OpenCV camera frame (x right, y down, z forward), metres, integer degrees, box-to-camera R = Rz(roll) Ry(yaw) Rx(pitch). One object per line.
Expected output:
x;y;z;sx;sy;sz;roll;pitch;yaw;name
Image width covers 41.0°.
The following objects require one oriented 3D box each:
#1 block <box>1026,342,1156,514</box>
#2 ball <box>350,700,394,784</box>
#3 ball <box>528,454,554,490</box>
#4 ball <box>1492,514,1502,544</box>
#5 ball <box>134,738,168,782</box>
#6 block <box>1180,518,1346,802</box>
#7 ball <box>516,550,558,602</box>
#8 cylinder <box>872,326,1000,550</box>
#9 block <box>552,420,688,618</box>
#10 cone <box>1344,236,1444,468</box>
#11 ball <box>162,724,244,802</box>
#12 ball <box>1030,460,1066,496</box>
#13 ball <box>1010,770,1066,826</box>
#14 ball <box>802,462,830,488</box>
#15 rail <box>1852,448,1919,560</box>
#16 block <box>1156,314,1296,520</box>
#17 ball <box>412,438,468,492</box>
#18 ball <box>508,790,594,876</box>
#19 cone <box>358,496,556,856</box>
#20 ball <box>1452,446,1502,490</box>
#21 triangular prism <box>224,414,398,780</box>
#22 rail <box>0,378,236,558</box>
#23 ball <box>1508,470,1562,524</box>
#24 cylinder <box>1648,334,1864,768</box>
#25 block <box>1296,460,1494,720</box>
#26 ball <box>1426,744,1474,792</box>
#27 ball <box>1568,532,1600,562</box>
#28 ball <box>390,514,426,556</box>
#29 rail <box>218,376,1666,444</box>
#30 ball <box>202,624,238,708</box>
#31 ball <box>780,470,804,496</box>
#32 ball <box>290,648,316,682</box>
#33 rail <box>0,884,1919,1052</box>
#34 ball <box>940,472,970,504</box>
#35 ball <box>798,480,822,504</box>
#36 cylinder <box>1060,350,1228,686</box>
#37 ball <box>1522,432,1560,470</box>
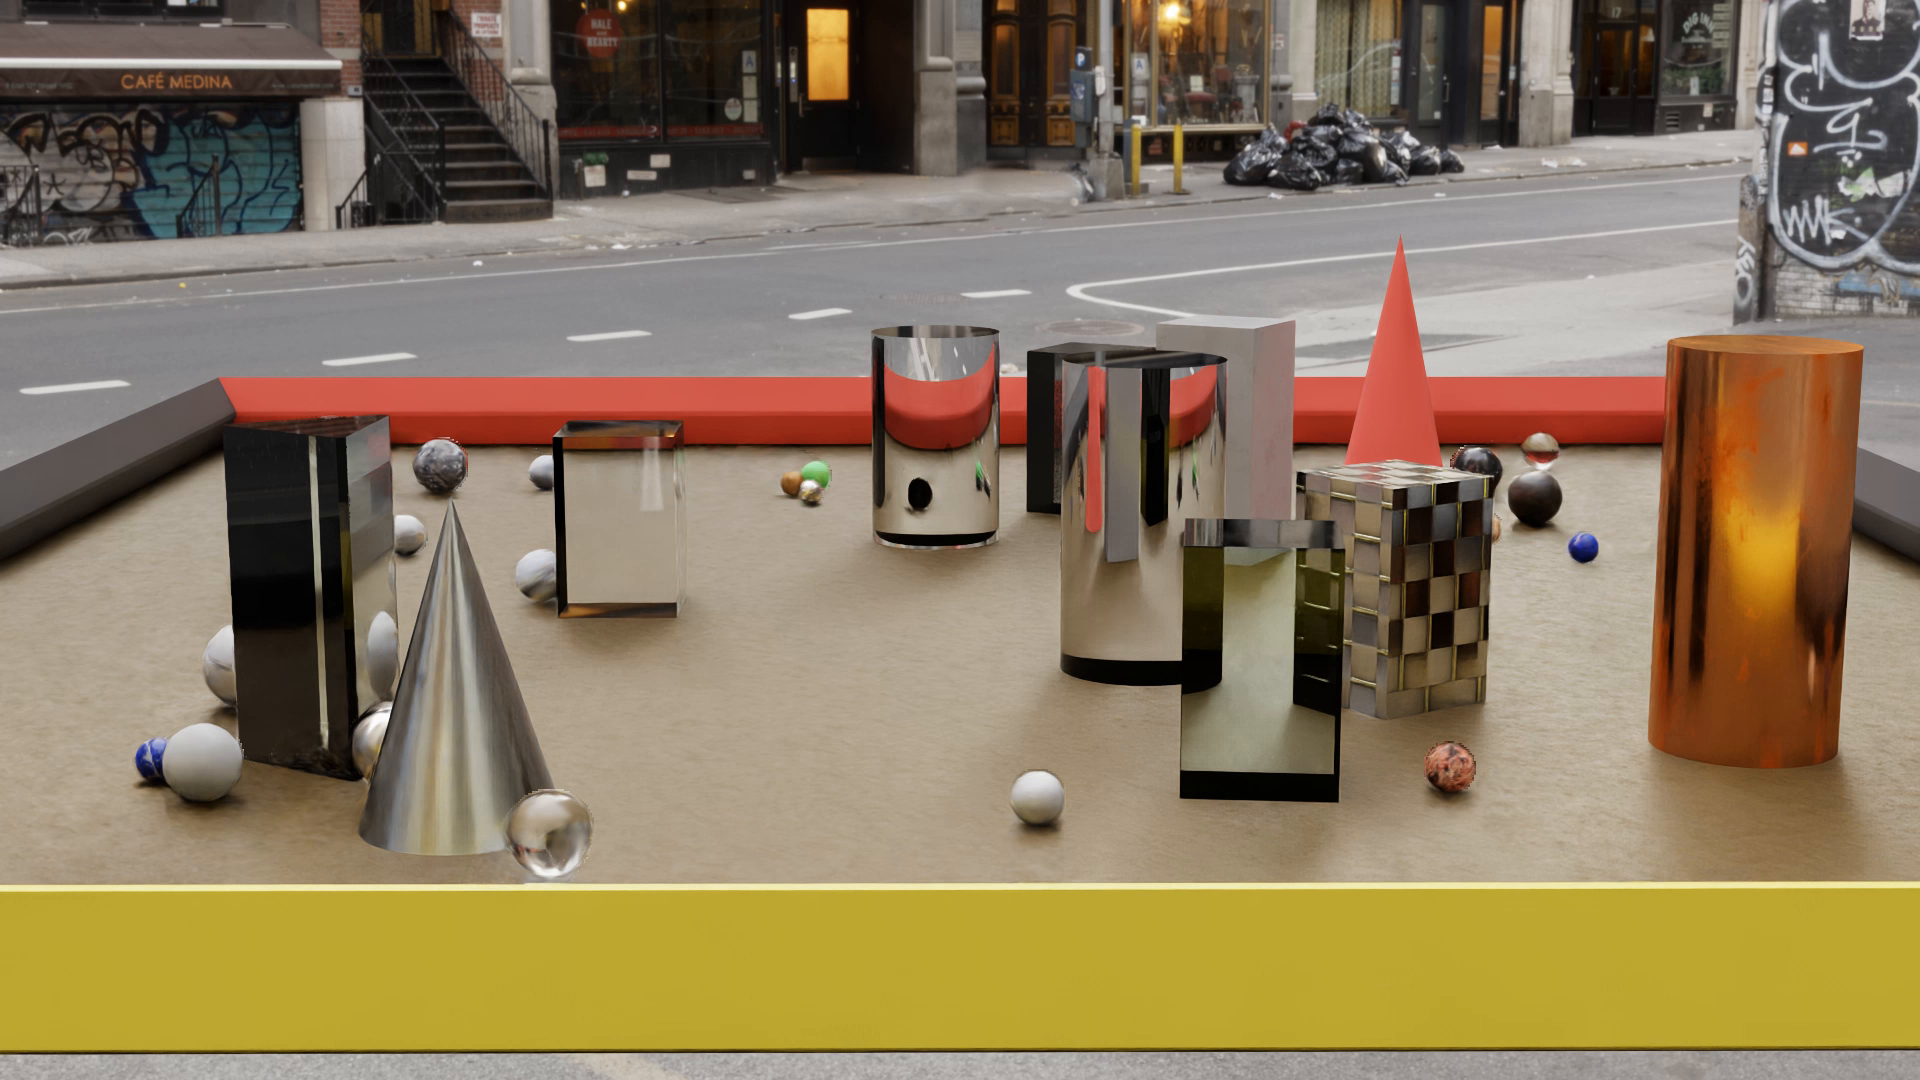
0.218;-0.184;4.249;0.159;0.266;0.159;6;12;29;block
-0.572;0.208;2.603;0.092;0.092;0.092;0;10;0;ball
-0.718;-0.117;4.456;0.060;0.060;0.060;0;10;0;ball
0.804;-0.017;3.936;0.052;0.052;0.052;0;10;0;ball
-0.825;0.226;2.640;0.046;0.046;0.046;0;10;0;ball
0.307;0.120;2.628;0.159;0.259;0.159;1;11;5;block
-0.574;0.049;3.516;0.071;0.071;0.071;0;10;0;ball
-0.038;-0.162;3.975;0.198;0.323;0.198;0;10;0;cylinder
-0.459;-0.030;3.481;0.159;0.244;0.159;0;10;-1;block
0.686;-0.247;4.036;0.198;0.467;0.198;0;10;0;cone
-0.758;0.223;2.569;0.078;0.078;0.078;0;10;0;ball
0.150;-0.107;4.395;0.062;0.062;0.062;0;10;0;ball
0.075;0.251;2.488;0.053;0.053;0.053;0;10;0;ball
-0.251;-0.111;4.447;0.050;0.050;0.050;0;10;0;ball
1.406;0.032;3.457;0.045;0.129;3.139;0;10;0;rail
0.402;-0.160;3.903;0.159;0.346;0.159;6;12;29;block
-0.898;-0.129;4.430;0.092;0.092;0.092;0;10;0;ball
-0.372;0.267;2.332;0.078;0.078;0.078;0;10;0;ball
-0.483;0.117;2.463;0.198;0.325;0.198;0;10;0;cone
0.882;-0.117;4.382;0.086;0.086;0.086;0;10;0;ball
-0.655;0.053;2.719;0.172;0.358;0.149;7;12;32;triangular prism
-1.406;0.035;3.441;0.045;0.129;3.139;0;10;0;rail
0.923;-0.068;4.120;0.086;0.086;0.086;0;10;0;ball
0.850;0.007;2.749;0.198;0.436;0.198;0;10;0;cylinder
0.500;0.053;2.974;0.159;0.264;0.159;-7;13;-34;block
0.497;0.231;2.604;0.048;0.048;0.048;0;10;0;ball
0.924;0.011;3.803;0.045;0.045;0.045;0;10;0;ball
-0.835;-0.007;3.859;0.061;0.061;0.061;0;10;0;ball
-0.009;-0.248;4.969;2.860;0.129;0.045;0;10;0;rail
-0.818;0.143;2.943;0.099;0.099;0.099;0;10;0;ball
-0.287;-0.098;4.400;0.042;0.042;0.042;0;10;0;ball
-0.792;0.149;3.070;0.041;0.041;0.041;0;10;0;ball
0.009;0.314;1.929;2.860;0.129;0.045;0;10;0;rail
-0.008;-0.088;4.317;0.053;0.053;0.053;0;10;0;ball
-0.252;-0.081;4.315;0.041;0.041;0.041;0;10;0;ball
0.221;-0.031;3.112;0.198;0.379;0.198;0;10;0;cylinder
1.060;-0.163;4.683;0.067;0.067;0.067;0;10;0;ball
